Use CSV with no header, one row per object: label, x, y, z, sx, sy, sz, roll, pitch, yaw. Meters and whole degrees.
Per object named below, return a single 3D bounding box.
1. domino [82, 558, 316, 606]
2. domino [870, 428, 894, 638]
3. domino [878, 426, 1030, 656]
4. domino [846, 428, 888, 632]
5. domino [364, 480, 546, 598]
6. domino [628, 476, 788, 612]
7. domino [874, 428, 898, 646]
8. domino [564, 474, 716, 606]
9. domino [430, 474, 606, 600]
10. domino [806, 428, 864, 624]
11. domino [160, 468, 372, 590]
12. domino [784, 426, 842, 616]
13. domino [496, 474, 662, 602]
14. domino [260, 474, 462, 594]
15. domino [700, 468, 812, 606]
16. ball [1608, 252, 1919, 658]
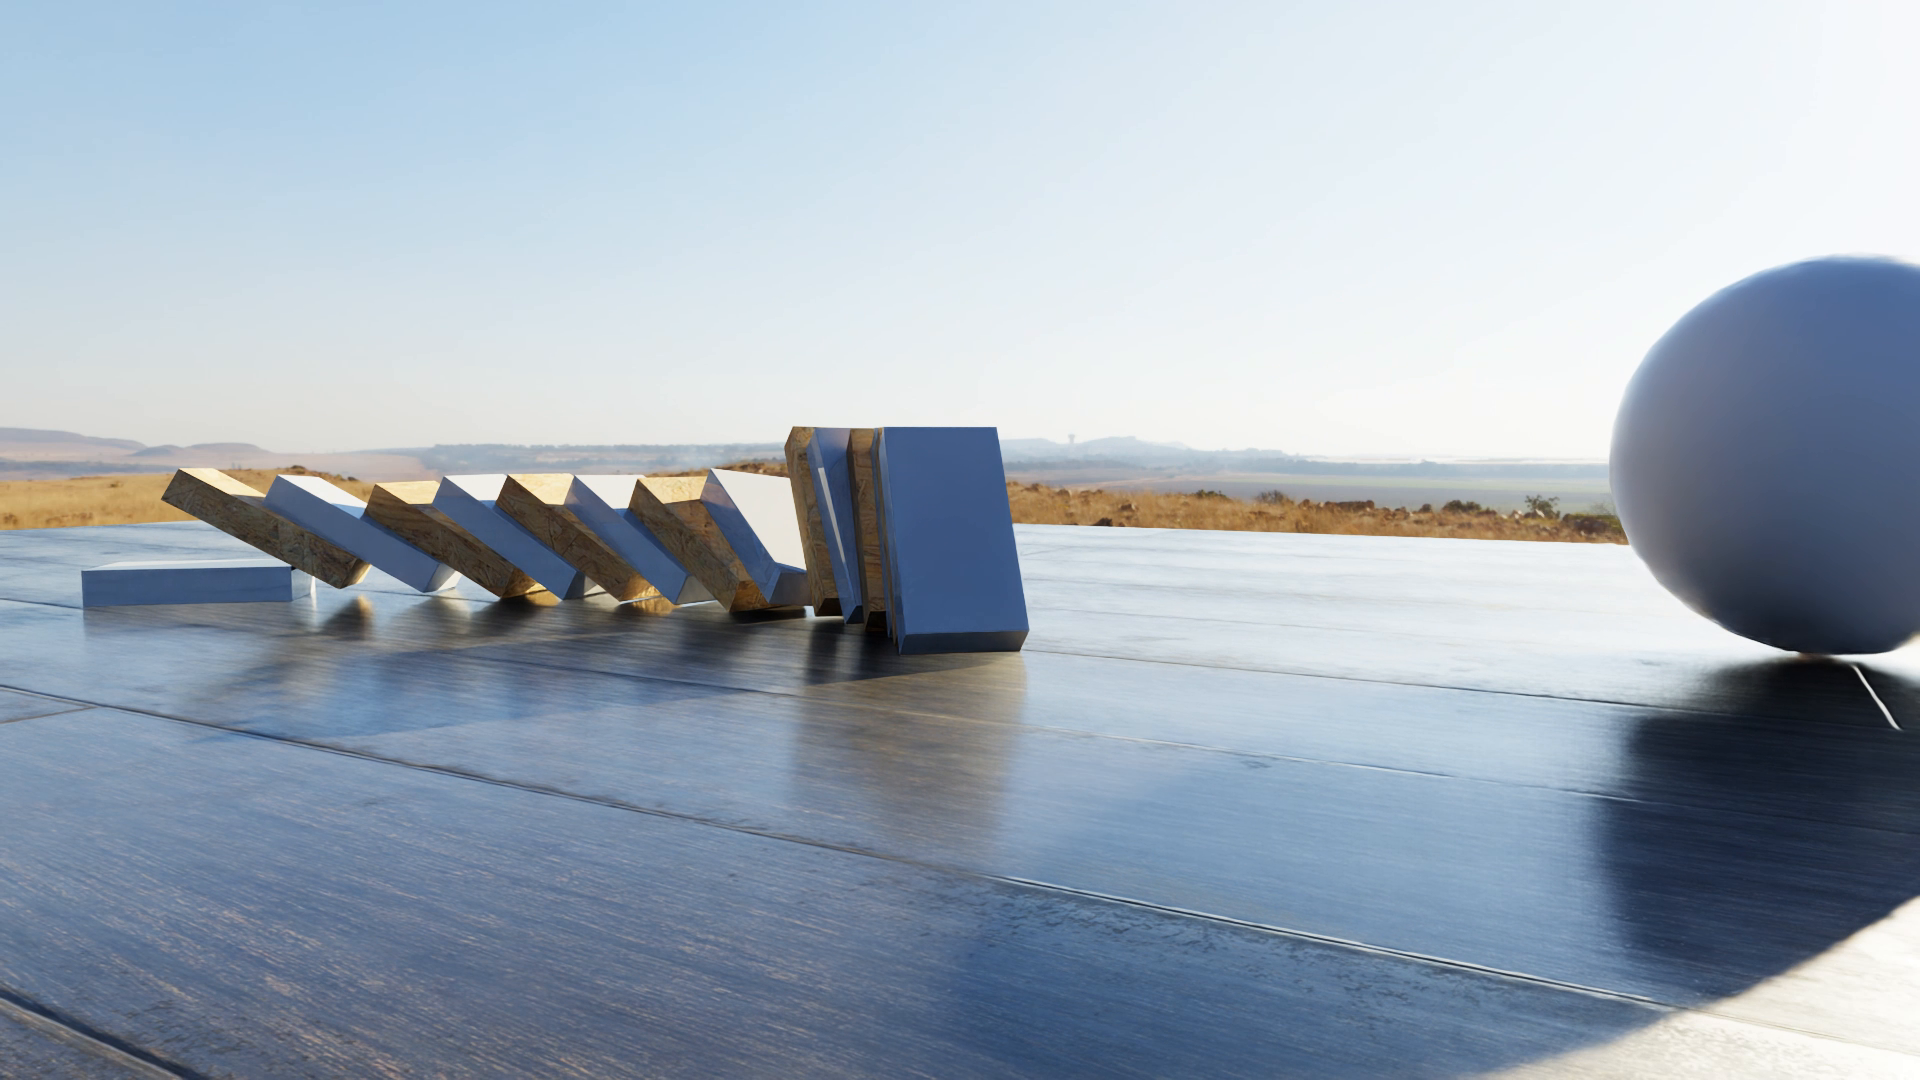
domino,-0.208,0.011,0.353,0.050,0.009,0.025,-1,4,-14
domino,-0.006,-0.003,0.292,0.025,0.050,0.009,-1,-31,-11
domino,-0.002,-0.001,0.269,0.025,0.050,0.010,-1,-31,-12
domino,-0.012,-0.003,0.303,0.025,0.050,0.010,-1,-31,-13
domino,-0.142,-0.001,0.369,0.050,0.009,0.025,29,11,12
domino,-0.065,0.000,0.345,0.025,0.010,0.050,-5,36,-48
domino,-0.004,-0.002,0.281,0.025,0.050,0.009,-1,-31,-12
domino,-0.084,-0.001,0.355,0.050,0.010,0.025,37,21,26
domino,-0.122,-0.002,0.365,0.050,0.009,0.025,33,14,14
domino,-0.020,-0.004,0.315,0.025,0.050,0.009,-2,-30,-25
domino,-0.191,-0.003,0.358,0.050,0.010,0.025,30,-3,-12
domino,-0.028,-0.005,0.324,0.025,0.050,0.009,0,-31,-24
domino,-0.103,-0.002,0.361,0.050,0.009,0.025,34,16,19
domino,-0.168,-0.002,0.366,0.050,0.009,0.025,29,0,-3
domino,-0.048,-0.001,0.339,0.025,0.009,0.050,6,29,-38
ball,0.175,-0.017,0.257,0.080,0.080,0.080,0,4,0
